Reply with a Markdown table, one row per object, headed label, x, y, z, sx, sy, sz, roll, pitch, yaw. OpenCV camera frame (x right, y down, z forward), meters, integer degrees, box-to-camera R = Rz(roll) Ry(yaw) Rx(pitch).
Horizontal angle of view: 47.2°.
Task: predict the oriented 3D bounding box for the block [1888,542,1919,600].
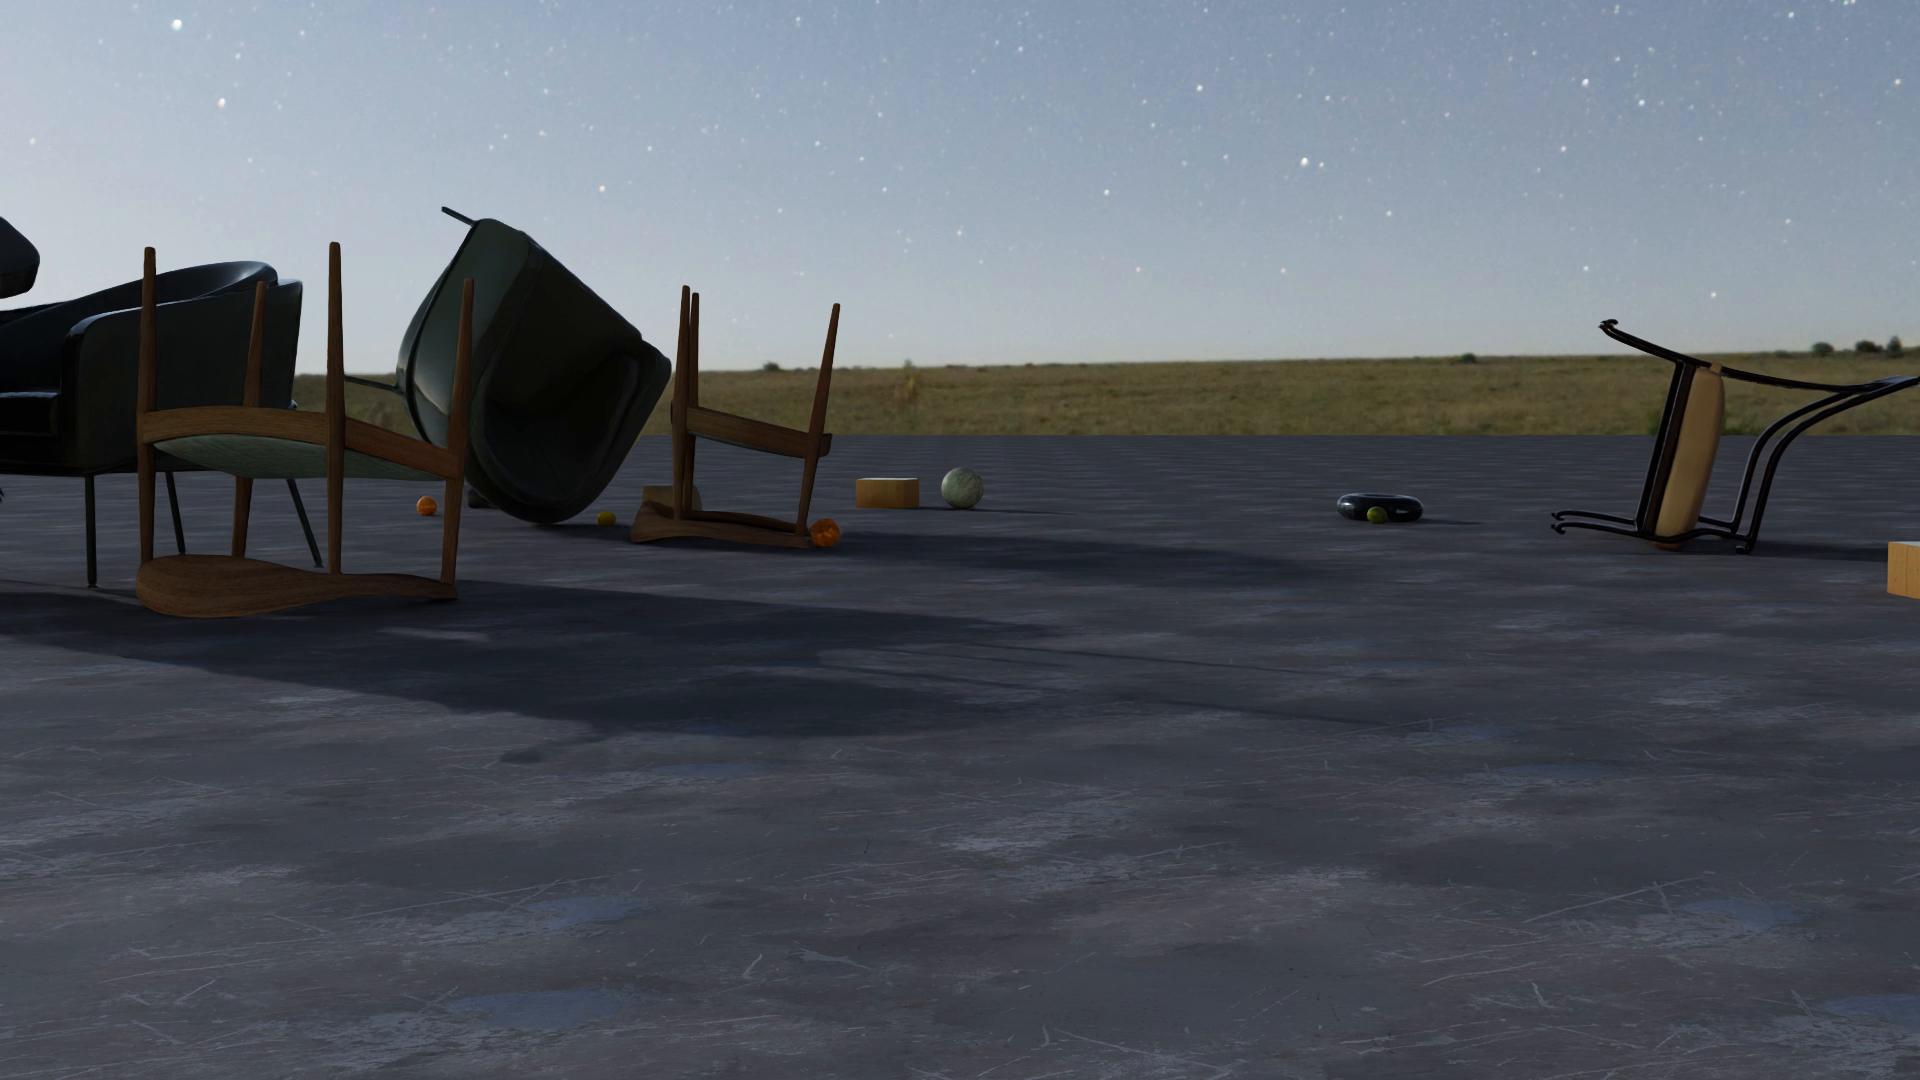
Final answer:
| label | x | y | z | sx | sy | sz | roll | pitch | yaw |
| --- | --- | --- | --- | --- | --- | --- | --- | --- | --- |
| block | 2.127 | 0.066 | 4.767 | 0.154 | 0.113 | 0.175 | 0 | 4 | -1 |

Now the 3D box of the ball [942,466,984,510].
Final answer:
| label | x | y | z | sx | sy | sz | roll | pitch | yaw |
| --- | --- | --- | --- | --- | --- | --- | --- | --- | --- |
| ball | 0.010 | -0.194 | 8.212 | 0.159 | 0.159 | 0.159 | 0 | 4 | 0 |

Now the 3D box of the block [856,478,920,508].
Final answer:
| label | x | y | z | sx | sy | sz | roll | pitch | yaw |
| --- | --- | --- | --- | --- | --- | --- | --- | --- | --- |
| block | -0.276 | -0.180 | 8.392 | 0.196 | 0.106 | 0.151 | 2 | 4 | 22 |

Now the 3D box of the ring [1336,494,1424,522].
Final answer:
| label | x | y | z | sx | sy | sz | roll | pitch | yaw |
| --- | --- | --- | --- | --- | --- | --- | --- | --- | --- |
| ring | 1.444 | -0.112 | 7.565 | 0.264 | 0.084 | 0.350 | -1 | 5 | -24 |

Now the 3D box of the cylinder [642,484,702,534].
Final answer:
| label | x | y | z | sx | sy | sz | roll | pitch | yaw |
| --- | --- | --- | --- | --- | --- | --- | --- | --- | --- |
| cylinder | -0.886 | -0.094 | 6.779 | 0.148 | 0.128 | 0.180 | 1 | -40 | 8 |
